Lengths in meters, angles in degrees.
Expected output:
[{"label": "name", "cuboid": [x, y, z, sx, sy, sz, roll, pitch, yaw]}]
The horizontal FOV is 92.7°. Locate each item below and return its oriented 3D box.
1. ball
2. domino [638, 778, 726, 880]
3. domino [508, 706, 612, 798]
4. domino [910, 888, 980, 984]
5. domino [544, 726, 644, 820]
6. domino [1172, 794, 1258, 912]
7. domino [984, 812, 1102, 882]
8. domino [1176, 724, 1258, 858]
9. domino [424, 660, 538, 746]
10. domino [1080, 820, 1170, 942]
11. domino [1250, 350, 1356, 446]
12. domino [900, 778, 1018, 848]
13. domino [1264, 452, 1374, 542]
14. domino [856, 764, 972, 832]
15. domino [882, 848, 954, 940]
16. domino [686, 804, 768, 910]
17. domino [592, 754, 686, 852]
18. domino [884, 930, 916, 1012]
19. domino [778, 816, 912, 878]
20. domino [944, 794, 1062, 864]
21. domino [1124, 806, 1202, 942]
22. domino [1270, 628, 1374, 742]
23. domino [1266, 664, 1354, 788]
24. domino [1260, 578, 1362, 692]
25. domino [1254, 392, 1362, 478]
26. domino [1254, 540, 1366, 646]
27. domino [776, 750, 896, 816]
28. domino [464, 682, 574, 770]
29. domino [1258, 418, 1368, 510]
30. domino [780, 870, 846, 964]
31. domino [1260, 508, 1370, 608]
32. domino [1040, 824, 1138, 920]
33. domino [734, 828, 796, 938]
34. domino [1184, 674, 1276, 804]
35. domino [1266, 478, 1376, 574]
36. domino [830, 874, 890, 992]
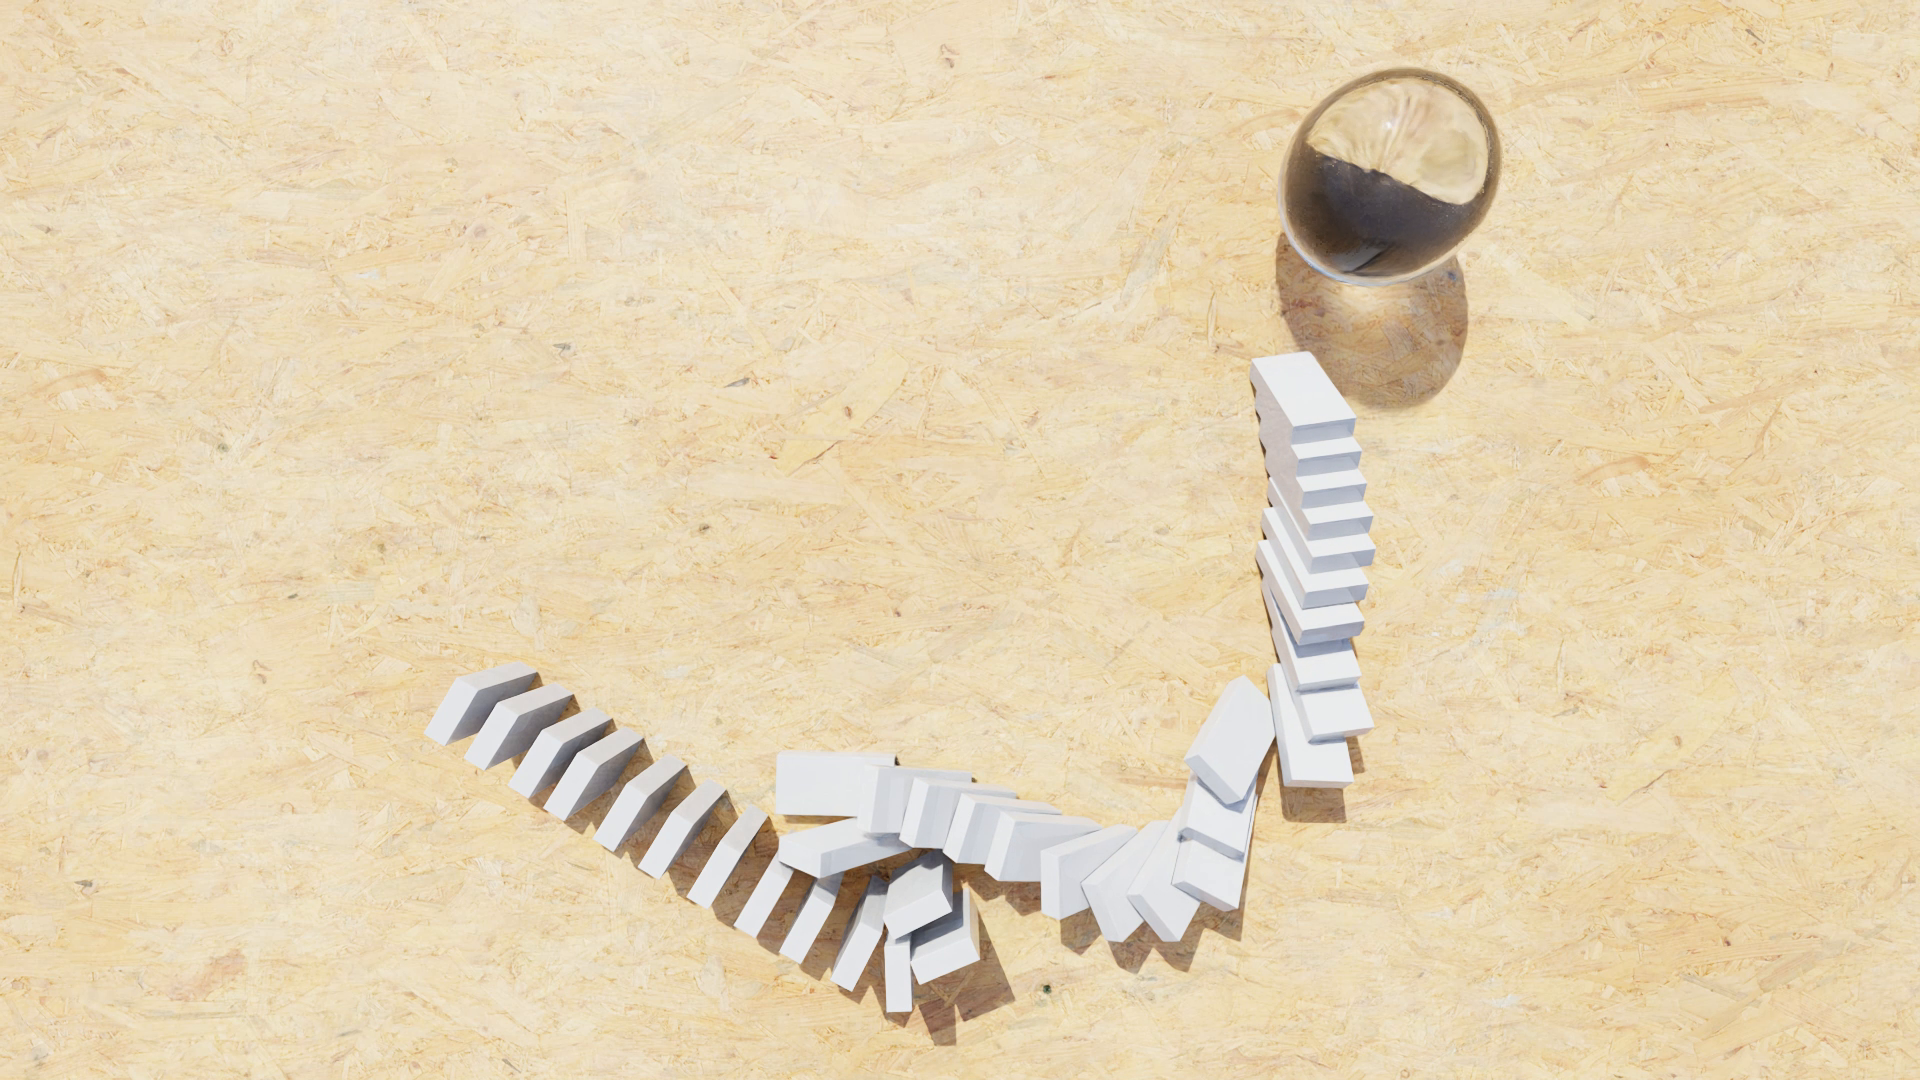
[{"label": "ball", "cuboid": [0.167, -0.141, 0.360, 0.080, 0.080, 0.080, 0, 90, 0]}, {"label": "domino", "cuboid": [-0.112, 0.117, 0.375, 0.009, 0.050, 0.025, 32, 90, 0]}, {"label": "domino", "cuboid": [-0.162, 0.086, 0.375, 0.010, 0.050, 0.025, 32, 90, 0]}, {"label": "domino", "cuboid": [-0.006, 0.161, 0.375, 0.025, 0.050, 0.009, -23, 90, 0]}, {"label": "domino", "cuboid": [-0.149, 0.094, 0.375, 0.010, 0.050, 0.025, 32, 90, 0]}, {"label": "domino", "cuboid": [0.106, 0.124, 0.381, 0.025, 0.010, 0.050, 29, 55, -5]}, {"label": "domino", "cuboid": [0.036, 0.128, 0.382, 0.050, 0.009, 0.025, 16, 90, -35]}, {"label": "domino", "cuboid": [0.109, 0.103, 0.382, 0.025, 0.010, 0.050, 25, 55, 0]}, {"label": "domino", "cuboid": [-0.195, 0.066, 0.375, 0.009, 0.050, 0.025, 31, 90, 0]}, {"label": "domino", "cuboid": [0.074, 0.140, 0.380, 0.050, 0.010, 0.025, -24, 91, -40]}, {"label": "domino", "cuboid": [0.140, -0.059, 0.378, 0.025, 0.050, 0.010, -8, 132, 0]}, {"label": "domino", "cuboid": [0.000, 0.114, 0.380, 0.050, 0.009, 0.025, 18, 84, -39]}, {"label": "domino", "cuboid": [0.147, -0.021, 0.378, 0.025, 0.050, 0.009, -8, 133, 0]}, {"label": "domino", "cuboid": [-0.018, 0.107, 0.379, 0.050, 0.009, 0.025, 15, 78, -39]}, {"label": "domino", "cuboid": [-0.016, 0.143, 0.375, 0.025, 0.050, 0.010, -26, 90, 0]}, {"label": "domino", "cuboid": [-0.094, 0.128, 0.375, 0.010, 0.050, 0.025, 31, 90, 0]}, {"label": "domino", "cuboid": [-0.130, 0.106, 0.375, 0.009, 0.050, 0.025, 32, 90, 0]}, {"label": "domino", "cuboid": [-0.024, 0.168, 0.375, 0.009, 0.050, 0.025, -2, 90, 0]}, {"label": "domino", "cuboid": [-0.046, 0.123, 0.373, 0.025, 0.050, 0.009, 3, 90, 41]}, {"label": "domino", "cuboid": [0.019, 0.121, 0.381, 0.050, 0.010, 0.025, 19, 88, -37]}, {"label": "domino", "cuboid": [0.091, 0.137, 0.380, 0.025, 0.009, 0.050, 51, 52, -4]}, {"label": "domino", "cuboid": [0.151, 0.057, 0.383, 0.025, 0.009, 0.050, -7, 60, -2]}, {"label": "domino", "cuboid": [0.146, 0.077, 0.383, 0.025, 0.010, 0.050, 2, 59, -1]}, {"label": "domino", "cuboid": [0.146, 0.037, 0.383, 0.025, 0.009, 0.050, -8, 60, 0]}, {"label": "domino", "cuboid": [0.143, -0.047, 0.378, 0.025, 0.050, 0.010, -8, 132, 0]}, {"label": "domino", "cuboid": [0.143, 0.019, 0.379, 0.025, 0.050, 0.009, -9, 135, -1]}, {"label": "domino", "cuboid": [-0.053, 0.105, 0.395, 0.050, 0.010, 0.025, 2, 90, 0]}, {"label": "domino", "cuboid": [-0.179, 0.075, 0.375, 0.010, 0.050, 0.025, 32, 90, 0]}, {"label": "domino", "cuboid": [0.144, -0.034, 0.378, 0.025, 0.050, 0.009, -8, 132, 0]}, {"label": "domino", "cuboid": [-0.059, 0.149, 0.375, 0.010, 0.050, 0.025, 30, 90, 0]}, {"label": "domino", "cuboid": [0.145, 0.005, 0.378, 0.025, 0.050, 0.010, -8, 133, 0]}, {"label": "domino", "cuboid": [0.054, 0.136, 0.380, 0.050, 0.009, 0.025, -1, 90, -41]}, {"label": "domino", "cuboid": [-0.076, 0.139, 0.375, 0.010, 0.050, 0.025, 31, 90, 0]}, {"label": "domino", "cuboid": [0.114, 0.082, 0.380, 0.025, 0.010, 0.050, 46, 51, 0]}, {"label": "domino", "cuboid": [0.148, -0.008, 0.378, 0.025, 0.050, 0.010, -8, 132, 0]}, {"label": "domino", "cuboid": [-0.040, 0.159, 0.375, 0.009, 0.050, 0.025, 27, 90, 0]}]
